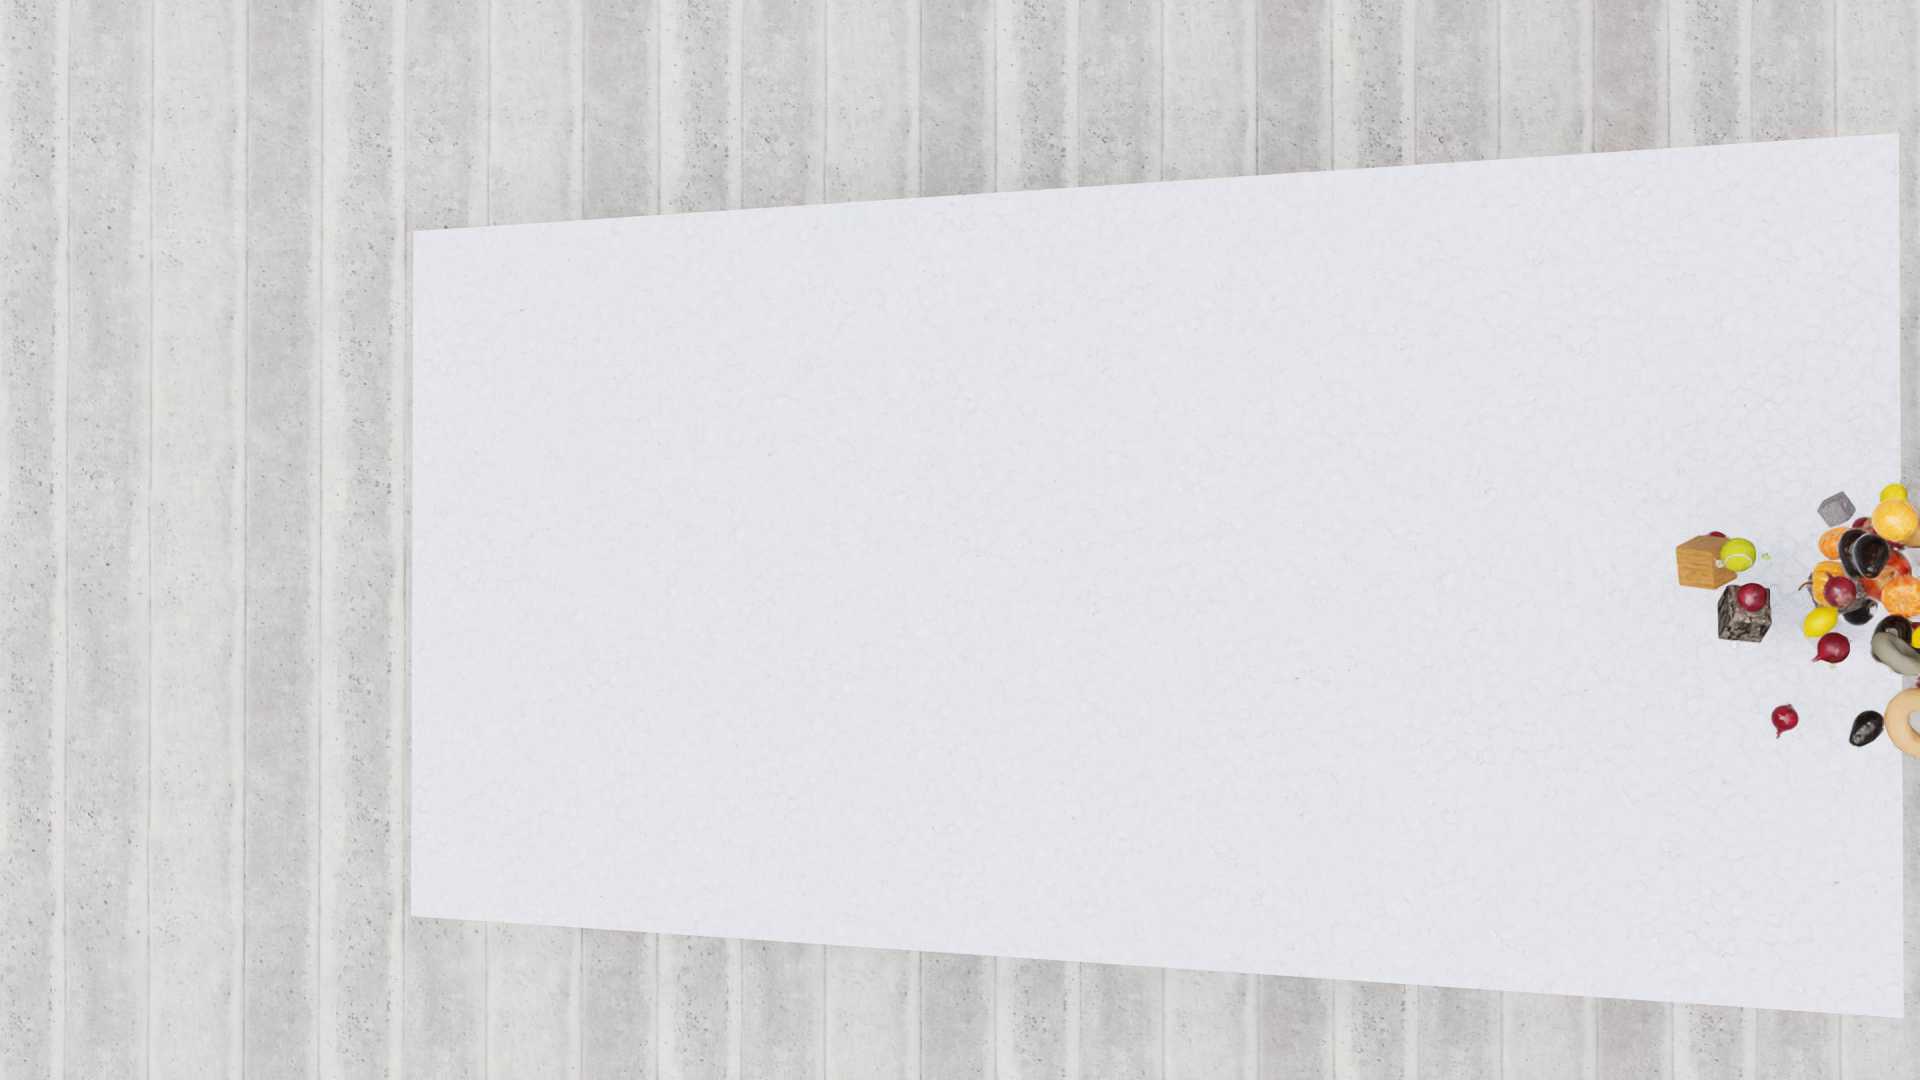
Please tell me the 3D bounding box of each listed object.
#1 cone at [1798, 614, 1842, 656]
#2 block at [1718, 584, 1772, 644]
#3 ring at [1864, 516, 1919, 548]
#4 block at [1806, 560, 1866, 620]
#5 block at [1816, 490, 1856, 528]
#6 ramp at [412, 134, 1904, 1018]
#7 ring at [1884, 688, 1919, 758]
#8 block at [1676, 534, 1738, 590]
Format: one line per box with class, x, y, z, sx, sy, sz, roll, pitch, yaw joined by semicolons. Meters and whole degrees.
cone;1.928;0.226;4.926;0.090;0.090;0.090;-16;119;0
block;1.761;0.166;4.939;0.092;0.092;0.092;6;61;6
ring;1.900;-0.017;4.436;0.146;0.146;0.049;4;99;0
block;1.801;0.103;4.522;0.082;0.082;0.082;-18;67;7
block;1.924;-0.066;4.825;0.051;0.051;0.051;52;46;-3
ramp;0.282;0.088;5.743;4.000;0.100;2.000;0;89;21
ring;1.803;0.344;4.134;0.045;0.134;0.134;-13;89;-37
block;1.651;0.049;4.861;0.090;0.090;0.090;-22;109;-34
